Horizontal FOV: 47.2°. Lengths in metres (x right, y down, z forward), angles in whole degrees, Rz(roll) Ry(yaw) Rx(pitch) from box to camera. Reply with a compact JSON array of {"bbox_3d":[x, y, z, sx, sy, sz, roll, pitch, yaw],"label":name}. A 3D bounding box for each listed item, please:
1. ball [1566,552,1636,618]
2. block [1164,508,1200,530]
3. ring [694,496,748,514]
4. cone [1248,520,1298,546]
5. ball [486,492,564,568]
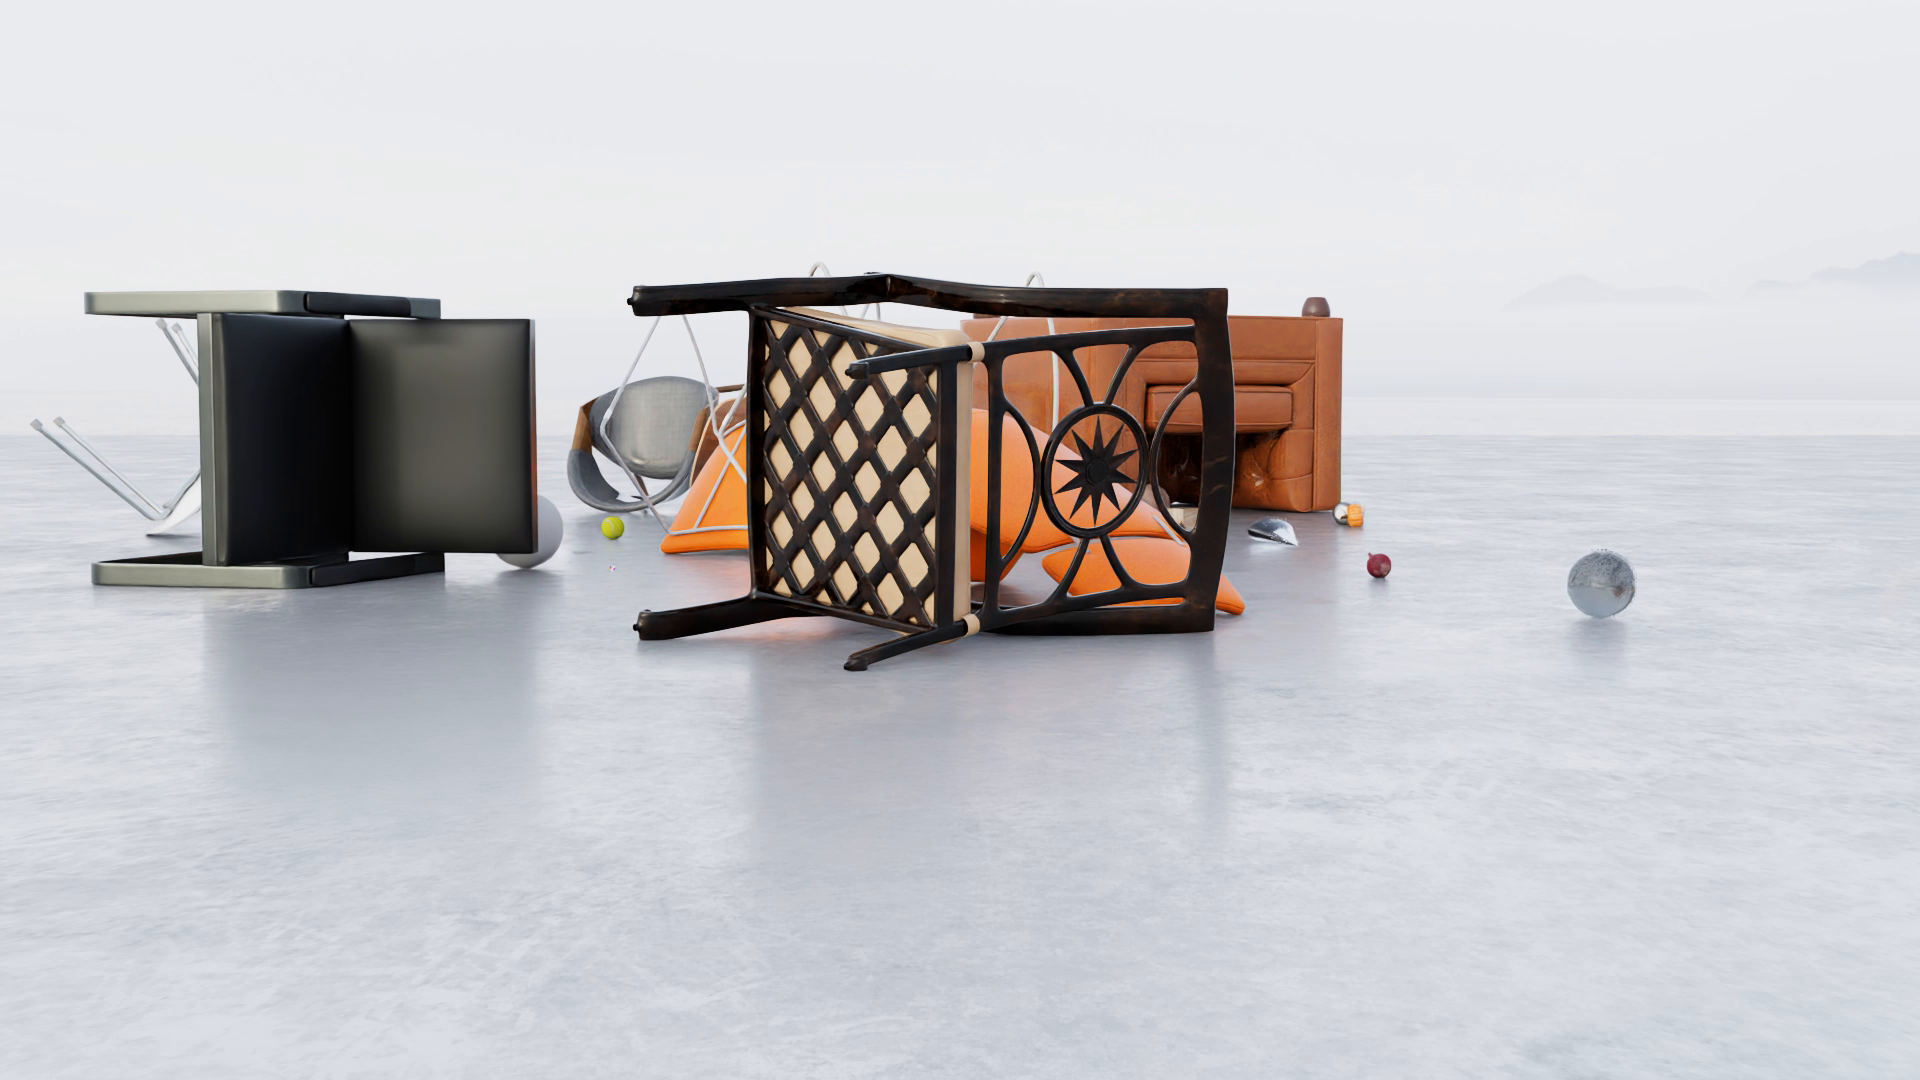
[{"bbox_3d":[1.258,0.088,4.315,0.131,0.131,0.131,0,4,0],"label":"ball"},{"bbox_3d":[0.713,-0.070,7.084,0.075,0.066,0.095,3,5,39],"label":"block"},{"bbox_3d":[-0.861,-0.125,7.949,0.195,0.059,0.171,1,5,-1],"label":"ring"},{"bbox_3d":[0.939,-0.006,6.375,0.156,0.071,0.147,-1,17,-26],"label":"cone"},{"bbox_3d":[-1.091,-0.025,5.516,0.191,0.191,0.191,0,4,0],"label":"ball"}]
